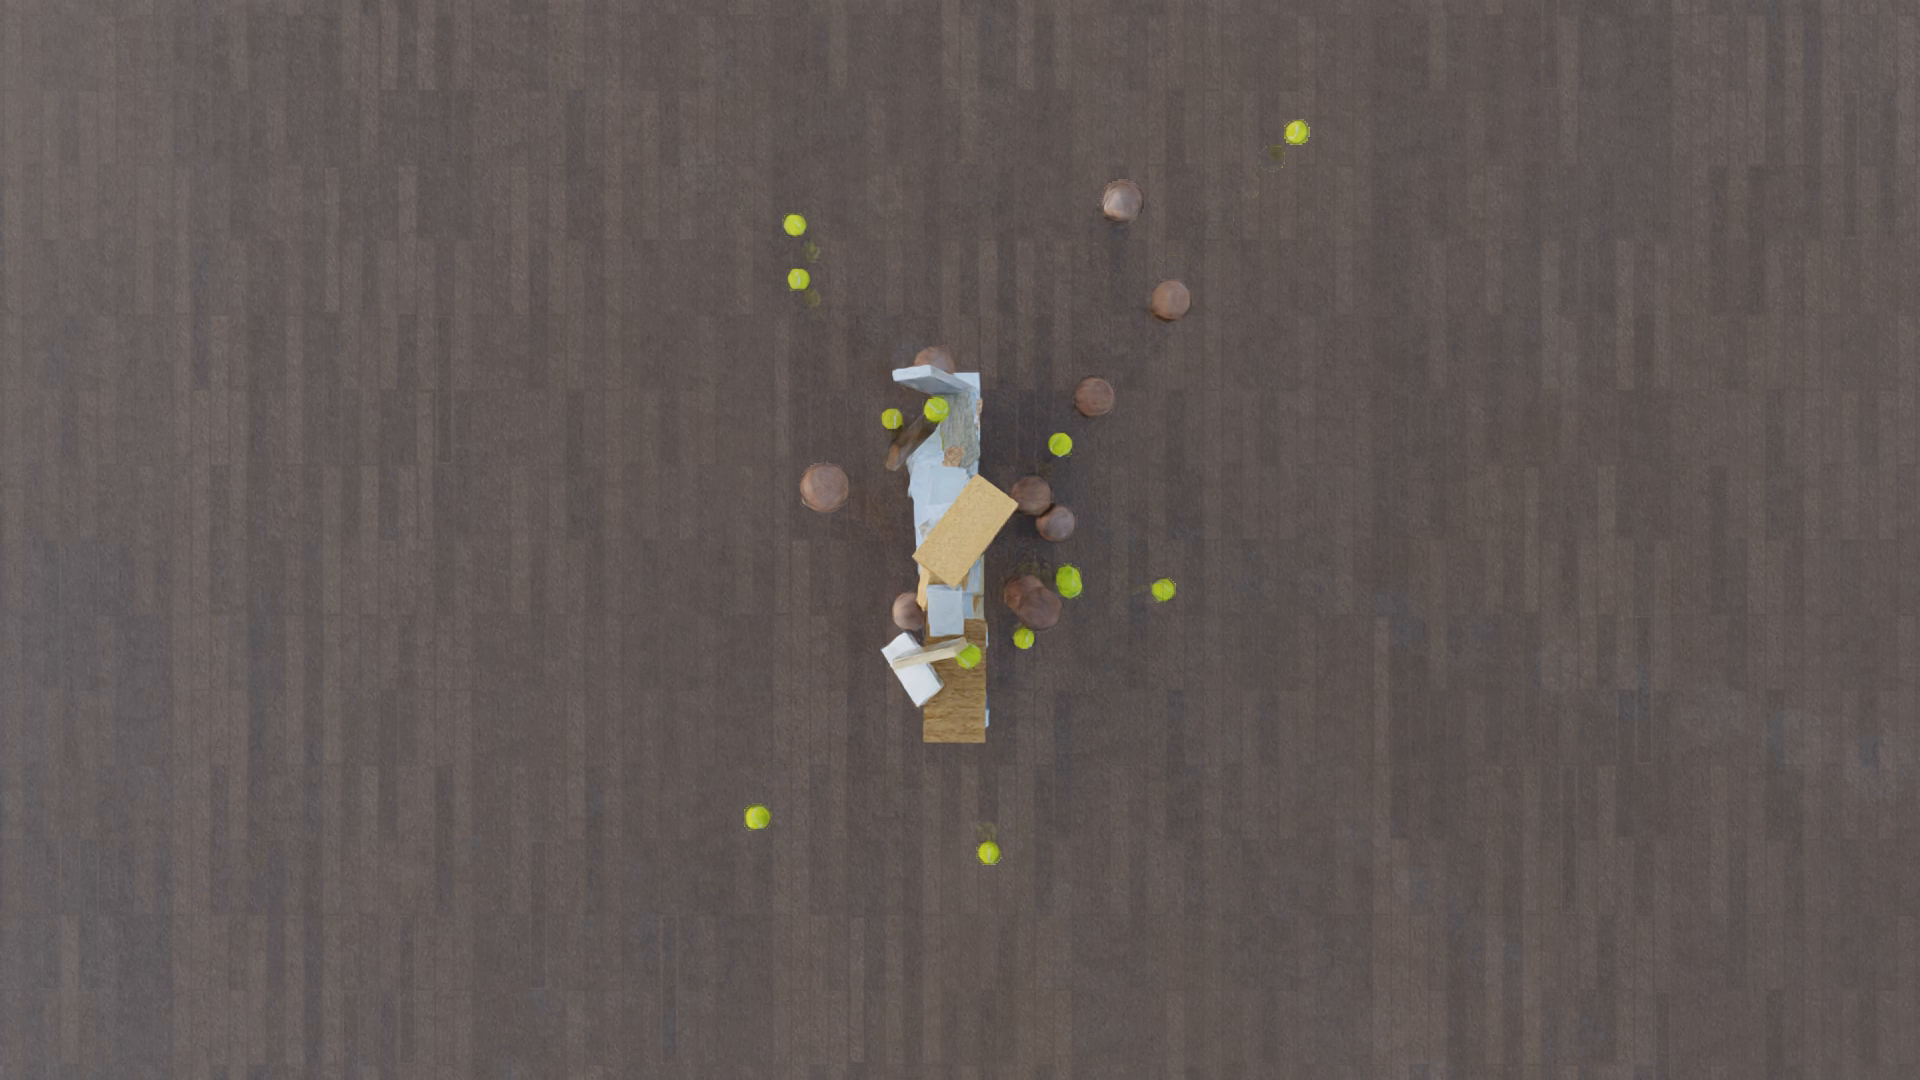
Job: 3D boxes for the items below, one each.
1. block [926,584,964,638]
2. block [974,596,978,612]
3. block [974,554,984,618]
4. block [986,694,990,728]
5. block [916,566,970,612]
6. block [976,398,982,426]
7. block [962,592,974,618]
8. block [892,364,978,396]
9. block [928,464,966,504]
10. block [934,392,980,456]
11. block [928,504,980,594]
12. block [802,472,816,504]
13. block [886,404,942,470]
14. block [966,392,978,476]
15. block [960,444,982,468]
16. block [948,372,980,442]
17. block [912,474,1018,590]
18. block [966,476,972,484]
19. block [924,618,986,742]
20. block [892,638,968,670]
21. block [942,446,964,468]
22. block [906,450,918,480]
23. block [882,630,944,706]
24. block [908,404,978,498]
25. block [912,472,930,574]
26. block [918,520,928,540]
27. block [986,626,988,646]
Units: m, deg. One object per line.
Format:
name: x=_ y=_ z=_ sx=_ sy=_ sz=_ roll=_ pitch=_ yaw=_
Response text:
block: x=-0.040 y=0.189 z=4.446 sx=0.093 sy=0.186 sz=0.026 roll=-4 pitch=48 yaw=-1
block: x=0.000 y=0.183 z=4.812 sx=0.099 sy=0.198 sz=0.028 roll=22 pitch=100 yaw=0
block: x=-0.007 y=0.198 z=4.934 sx=0.153 sy=0.043 sz=0.307 roll=0 pitch=90 yaw=0
block: x=-0.004 y=0.484 z=5.037 sx=0.169 sy=0.925 sz=0.048 roll=1 pitch=91 yaw=0
block: x=-0.039 y=0.085 z=4.440 sx=0.137 sy=0.275 sz=0.039 roll=-27 pitch=66 yaw=-20
block: x=-0.003 y=-0.360 z=5.069 sx=0.124 sy=0.248 sz=0.035 roll=8 pitch=63 yaw=-1
block: x=-0.012 y=0.148 z=4.698 sx=0.099 sy=0.028 sz=0.198 roll=-1 pitch=90 yaw=0
block: x=-0.062 y=-0.453 z=4.805 sx=0.102 sy=0.882 sz=0.029 roll=-8 pitch=90 yaw=9
block: x=-0.036 y=-0.110 z=4.481 sx=0.094 sy=0.027 sz=0.187 roll=6 pitch=64 yaw=-9
block: x=-0.008 y=-0.337 z=4.841 sx=0.102 sy=0.029 sz=0.204 roll=-5 pitch=67 yaw=-9
block: x=-0.013 y=0.028 z=4.484 sx=0.137 sy=0.435 sz=0.039 roll=-4 pitch=60 yaw=-1
block: x=-0.480 y=-0.165 z=5.236 sx=0.014 sy=0.048 sz=0.095 roll=19 pitch=61 yaw=-33
block: x=-0.130 y=-0.291 z=4.670 sx=0.029 sy=0.102 sz=0.204 roll=35 pitch=54 yaw=12
block: x=-0.011 y=-0.314 z=4.932 sx=0.124 sy=0.035 sz=0.248 roll=-1 pitch=89 yaw=0
block: x=0.009 y=-0.230 z=4.714 sx=0.095 sy=0.013 sz=0.047 roll=-37 pitch=67 yaw=-24
block: x=0.008 y=-0.423 z=5.265 sx=0.109 sy=0.031 sz=0.219 roll=-1 pitch=90 yaw=-1
block: x=0.014 y=-0.022 z=4.257 sx=0.137 sy=0.039 sz=0.275 roll=36 pitch=81 yaw=6
block: x=-0.038 y=-0.183 z=5.207 sx=0.136 sy=0.039 sz=0.272 roll=12 pitch=91 yaw=1
block: x=-0.013 y=0.386 z=4.549 sx=0.169 sy=0.048 sz=0.338 roll=1 pitch=90 yaw=0
block: x=-0.082 y=0.304 z=4.422 sx=0.186 sy=0.093 sz=0.026 roll=-15 pitch=98 yaw=23
block: x=-0.021 y=-0.228 z=4.687 sx=0.047 sy=0.095 sz=0.013 roll=4 pitch=134 yaw=14
block: x=-0.096 y=-0.225 z=5.069 sx=0.124 sy=0.248 sz=0.035 roll=-11 pitch=64 yaw=1
block: x=-0.129 y=0.352 z=4.525 sx=0.093 sy=0.026 sz=0.186 roll=-41 pitch=72 yaw=23
block: x=-0.049 y=-0.247 z=4.836 sx=0.147 sy=0.042 sz=0.293 roll=14 pitch=65 yaw=0
block: x=-0.055 y=-0.053 z=4.697 sx=0.147 sy=0.042 sz=0.293 roll=-5 pitch=72 yaw=-1
block: x=-0.027 y=-0.038 z=4.591 sx=0.187 sy=0.027 sz=0.094 roll=-33 pitch=73 yaw=34
block: x=-0.006 y=0.272 z=4.742 sx=0.169 sy=0.338 sz=0.048 roll=-3 pitch=91 yaw=0
